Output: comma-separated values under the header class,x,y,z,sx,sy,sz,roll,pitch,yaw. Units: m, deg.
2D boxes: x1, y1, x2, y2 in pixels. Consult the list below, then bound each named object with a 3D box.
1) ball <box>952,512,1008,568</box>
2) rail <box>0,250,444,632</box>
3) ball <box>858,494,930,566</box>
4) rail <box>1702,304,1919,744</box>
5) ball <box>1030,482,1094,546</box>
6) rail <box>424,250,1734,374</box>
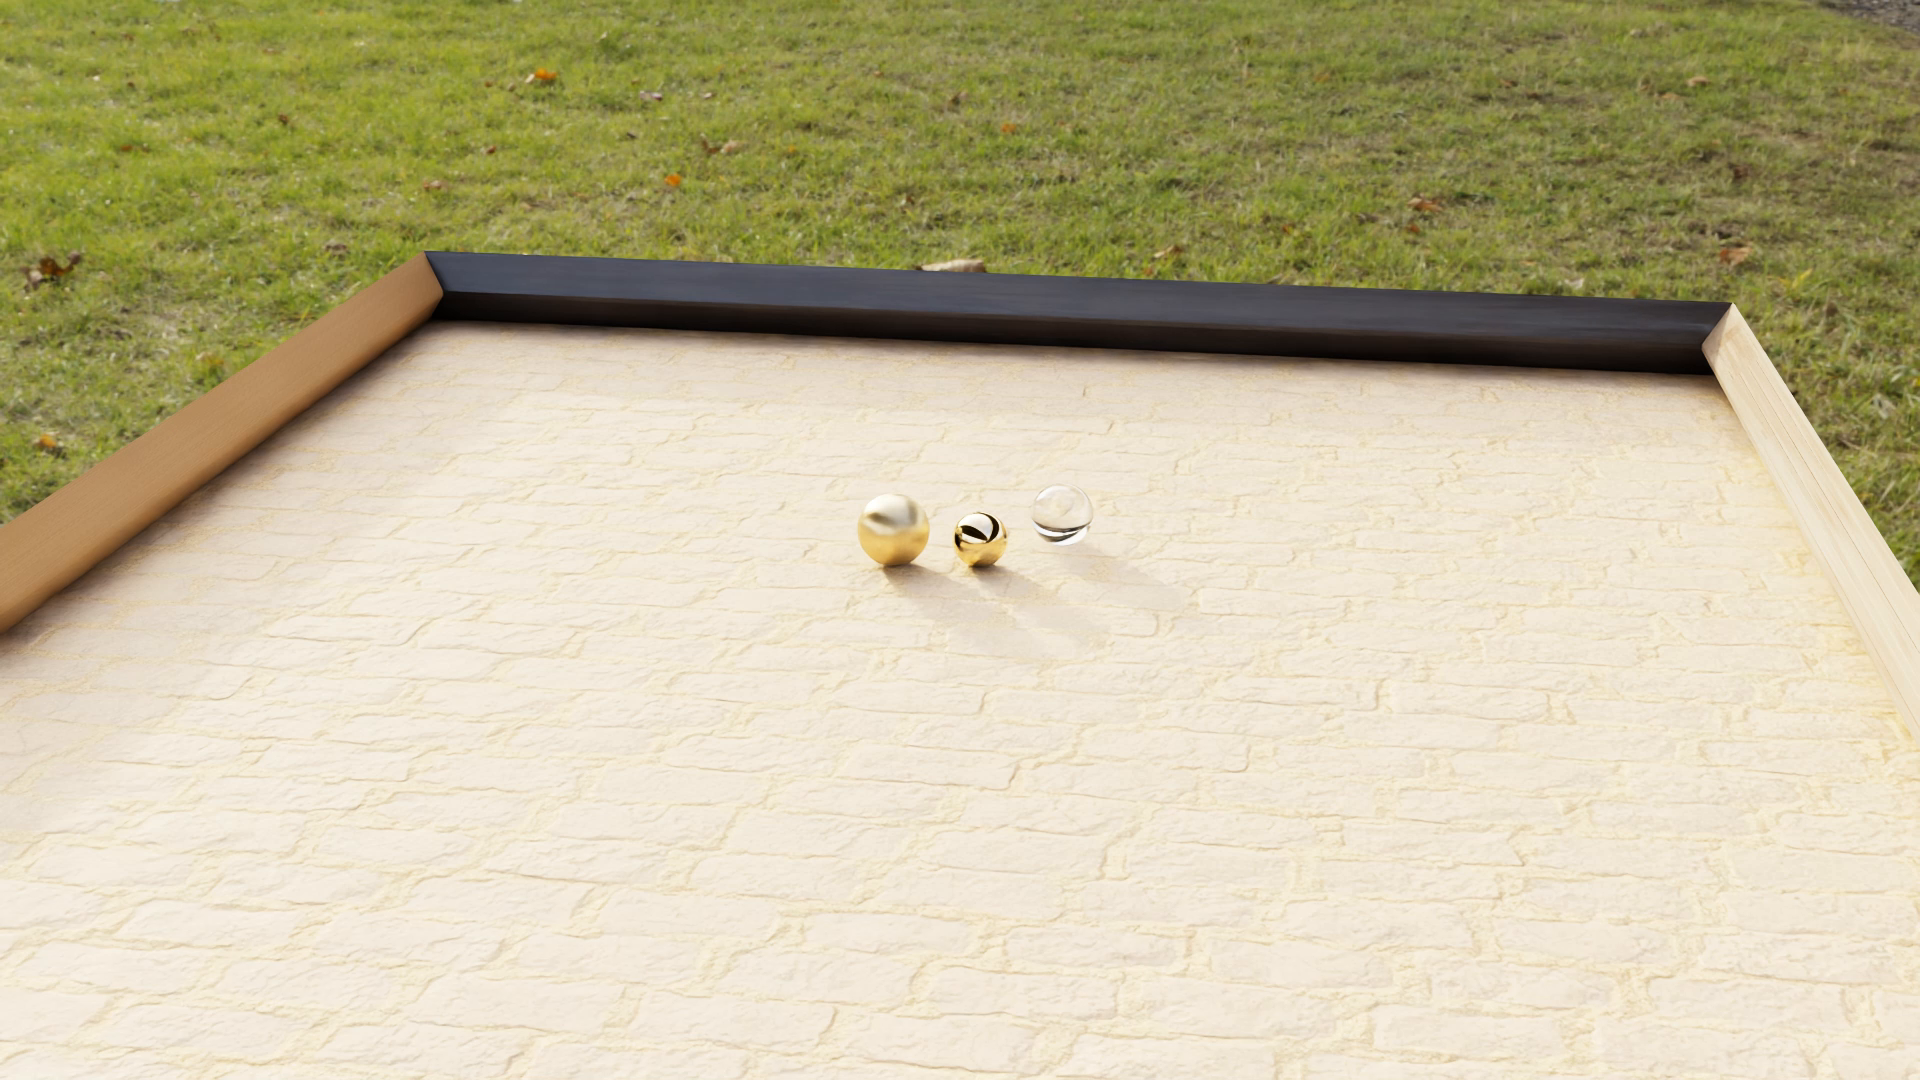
class,x,y,z,sx,sy,sz,roll,pitch,yaw
ball,0.023,-0.001,2.483,0.063,0.063,0.063,0,22,0
rail,-1.074,0.255,1.784,0.045,0.107,3.536,3,22,8
ball,-0.075,-0.012,2.484,0.082,0.082,0.082,0,22,0
rail,0.805,0.362,1.516,0.045,0.107,3.536,3,22,8
ball,0.118,-0.029,2.541,0.073,0.073,0.073,0,22,0
rail,0.131,-0.333,3.250,1.948,0.107,0.045,3,22,8
